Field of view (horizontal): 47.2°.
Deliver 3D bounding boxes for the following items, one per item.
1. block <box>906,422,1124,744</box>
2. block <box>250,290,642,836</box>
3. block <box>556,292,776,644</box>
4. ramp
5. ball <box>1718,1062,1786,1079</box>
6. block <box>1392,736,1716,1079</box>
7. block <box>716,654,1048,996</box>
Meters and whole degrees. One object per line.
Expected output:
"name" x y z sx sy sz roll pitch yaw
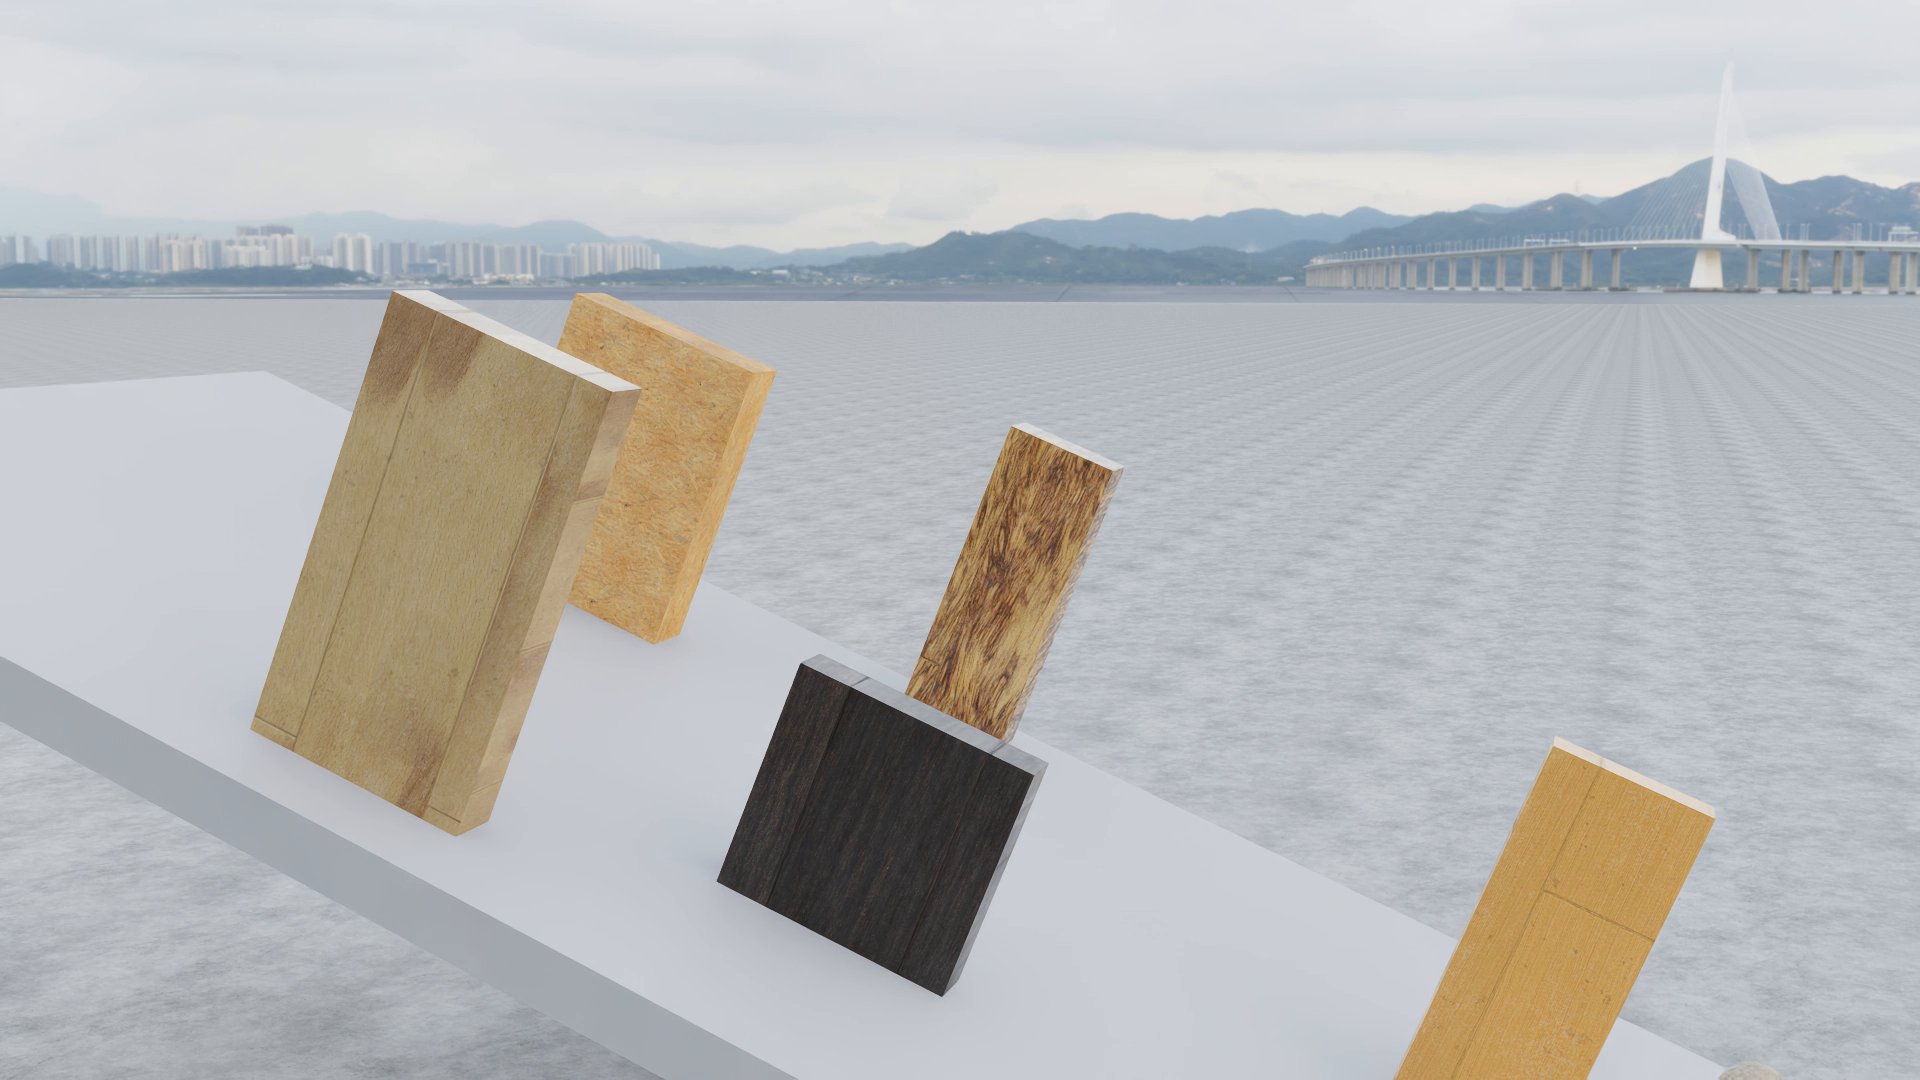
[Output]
"block" 0.116 0.103 4.915 0.247 0.682 0.117 25 13 13
"block" -0.820 0.036 3.480 0.399 0.762 0.105 25 13 13
"block" -0.716 -0.158 4.749 0.436 0.629 0.133 25 13 13
"ramp" -0.306 0.542 4.194 4.000 0.100 2.000 25 13 13
"ball" 1.566 1.108 4.340 0.154 0.154 0.154 0 7 0
"block" 0.994 0.718 3.742 0.280 0.715 0.083 25 13 13
"block" -0.131 0.467 3.629 0.427 0.410 0.091 25 13 13
